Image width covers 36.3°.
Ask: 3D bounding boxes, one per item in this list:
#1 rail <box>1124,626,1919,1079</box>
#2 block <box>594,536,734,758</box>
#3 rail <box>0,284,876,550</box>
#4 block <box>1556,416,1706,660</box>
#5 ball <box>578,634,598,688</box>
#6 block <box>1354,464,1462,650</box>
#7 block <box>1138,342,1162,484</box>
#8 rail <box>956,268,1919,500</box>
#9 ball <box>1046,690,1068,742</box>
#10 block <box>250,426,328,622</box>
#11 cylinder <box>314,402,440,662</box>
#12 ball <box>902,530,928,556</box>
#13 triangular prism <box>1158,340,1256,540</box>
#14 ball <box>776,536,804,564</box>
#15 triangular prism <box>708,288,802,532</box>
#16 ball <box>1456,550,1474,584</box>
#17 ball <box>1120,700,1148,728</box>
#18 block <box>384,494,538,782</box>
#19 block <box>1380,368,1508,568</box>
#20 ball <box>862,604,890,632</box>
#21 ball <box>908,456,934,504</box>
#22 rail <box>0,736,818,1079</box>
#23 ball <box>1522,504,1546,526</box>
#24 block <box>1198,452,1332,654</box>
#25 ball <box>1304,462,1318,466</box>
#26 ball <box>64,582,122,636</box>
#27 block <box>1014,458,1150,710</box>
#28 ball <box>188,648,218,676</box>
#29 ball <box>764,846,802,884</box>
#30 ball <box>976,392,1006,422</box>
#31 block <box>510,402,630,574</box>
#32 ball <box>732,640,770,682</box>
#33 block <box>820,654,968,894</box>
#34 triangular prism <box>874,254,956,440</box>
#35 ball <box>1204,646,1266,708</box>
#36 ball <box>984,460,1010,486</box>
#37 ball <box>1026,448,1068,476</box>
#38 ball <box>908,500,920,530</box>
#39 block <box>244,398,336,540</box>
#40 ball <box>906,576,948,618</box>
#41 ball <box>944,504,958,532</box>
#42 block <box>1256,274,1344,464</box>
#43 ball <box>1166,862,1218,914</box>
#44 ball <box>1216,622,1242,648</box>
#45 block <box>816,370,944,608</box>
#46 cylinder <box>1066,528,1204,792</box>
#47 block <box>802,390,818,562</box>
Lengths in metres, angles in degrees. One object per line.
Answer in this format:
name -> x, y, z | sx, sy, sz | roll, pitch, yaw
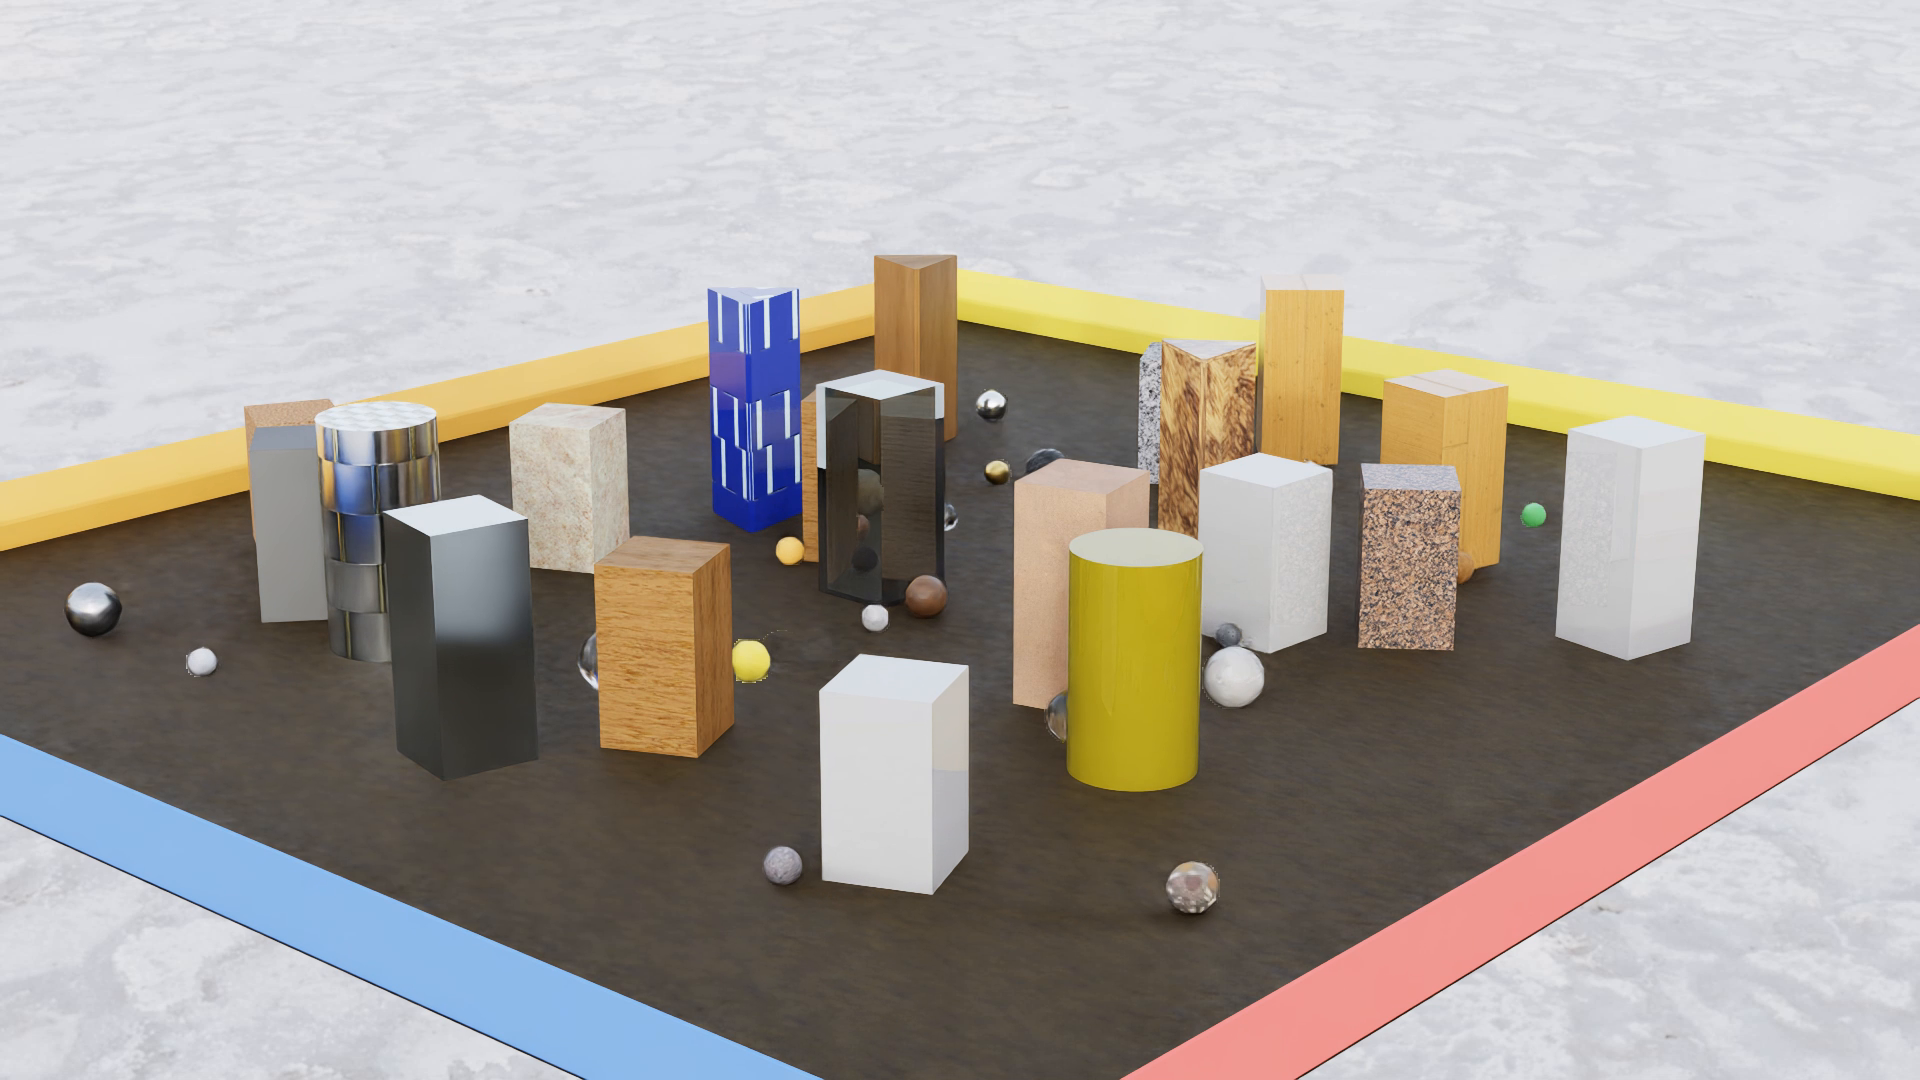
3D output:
rail -> 1.112, 0.311, 4.196 | 0.045, 0.126, 3.341 | 14, 22, 39
block -> -0.444, 0.159, 4.422 | 0.156, 0.288, 0.156 | 5, 17, 16
rail -> -1.112, -0.247, 6.045 | 0.045, 0.126, 3.341 | 14, 22, 39
block -> 1.107, -0.006, 4.847 | 0.156, 0.358, 0.156 | -12, 21, -35
ball -> -0.556, 0.191, 4.646 | 0.097, 0.097, 0.097 | 0, 17, 0
block -> 0.744, 0.027, 4.885 | 0.156, 0.274, 0.156 | 1, 17, 5
block -> 0.445, -0.251, 5.846 | 0.156, 0.251, 0.156 | 3, 17, 11
rail -> 1.080, -0.327, 6.311 | 2.993, 0.126, 0.045 | 14, 22, 39
ball -> 0.170, 0.266, 4.430 | 0.080, 0.080, 0.080 | 0, 17, 0
block -> -1.122, -0.030, 5.024 | 0.156, 0.303, 0.156 | -3, 17, -9
cylinder -> -0.950, -0.015, 4.824 | 0.195, 0.389, 0.195 | 0, 17, 0
ball -> -0.081, 0.005, 5.349 | 0.047, 0.047, 0.047 | 0, 17, 0
triangular prism -> 0.426, -0.170, 5.350 | 0.146, 0.382, 0.169 | 13, 21, 36
ball -> -0.308, 0.019, 5.295 | 0.051, 0.051, 0.051 | 0, 17, 0
triangular prism -> -0.410, -0.254, 5.534 | 0.146, 0.437, 0.169 | 10, 19, 29
ball -> 0.881, 0.047, 5.190 | 0.059, 0.059, 0.059 | 0, 17, 0
ball -> 0.267, 0.267, 4.489 | 0.042, 0.042, 0.042 | 0, 17, 0
block -> -0.736, 0.142, 4.330 | 0.156, 0.373, 0.156 | -12, 20, -34
block -> 0.867, -0.122, 5.280 | 0.156, 0.331, 0.156 | -11, 20, -33
ball -> -0.143, 0.131, 4.932 | 0.047, 0.047, 0.047 | 0, 17, 0
ball -> -0.097, -0.115, 5.666 | 0.094, 0.094, 0.094 | 0, 17, 0
rail -> -1.080, 0.391, 3.930 | 2.993, 0.126, 0.045 | 14, 22, 39
ball -> 1.082, -0.047, 5.527 | 0.044, 0.044, 0.044 | 0, 17, 0
block -> 0.507, 0.020, 4.891 | 0.156, 0.284, 0.156 | 16, 23, 42
ball -> 0.686, -0.126, 5.768 | 0.056, 0.056, 0.056 | 0, 17, 0
ball -> -1.450, 0.116, 4.906 | 0.091, 0.091, 0.091 | 0, 17, 0
block -> 0.189, 0.074, 4.576 | 0.156, 0.361, 0.156 | 9, 19, 27
ball -> -1.219, 0.196, 4.719 | 0.045, 0.045, 0.045 | 0, 17, 0
ball -> -0.236, 0.435, 3.917 | 0.051, 0.051, 0.051 | 0, 17, 0
ball -> 0.067, -0.286, 6.283 | 0.065, 0.065, 0.065 | 0, 17, 0
block -> -0.704, -0.096, 5.304 | 0.156, 0.266, 0.156 | 5, 18, 17
ball -> -0.337, 0.193, 4.694 | 0.066, 0.066, 0.066 | 0, 17, 0
block -> -0.087, 0.313, 3.943 | 0.156, 0.270, 0.156 | 5, 18, 17
triangular prism -> -0.070, -0.395, 6.088 | 0.146, 0.386, 0.169 | -10, 20, -30
ball -> 0.428, 0.214, 4.573 | 0.096, 0.096, 0.096 | 0, 17, 0
ball -> 0.073, -0.133, 5.803 | 0.049, 0.049, 0.049 | 0, 17, 0
ball -> 0.172, -0.134, 5.737 | 0.089, 0.089, 0.089 | 0, 17, 0
ball -> -0.101, -0.047, 5.508 | 0.055, 0.055, 0.055 | 0, 17, 0
block -> -1.216, -0.113, 5.384 | 0.156, 0.253, 0.156 | -6, 18, -21
ball -> -0.057, 0.097, 5.001 | 0.073, 0.073, 0.073 | 0, 17, 0
ball -> -0.029, -0.043, 5.500 | 0.052, 0.052, 0.052 | 0, 17, 0
block -> 0.692, -0.350, 5.983 | 0.156, 0.360, 0.156 | 0, 17, 2
ball -> 0.303, 0.454, 3.827 | 0.067, 0.067, 0.067 | 0, 17, 0
ball -> 0.446, 0.158, 4.849 | 0.044, 0.044, 0.044 | 0, 17, 0
block -> -0.137, -0.090, 5.100 | 0.156, 0.373, 0.156 | 15, 23, 41
cylinder -> 0.254, 0.173, 4.285 | 0.195, 0.340, 0.195 | 0, 17, 0
block -> -0.189, -0.121, 5.332 | 0.156, 0.298, 0.156 | 4, 17, 14
